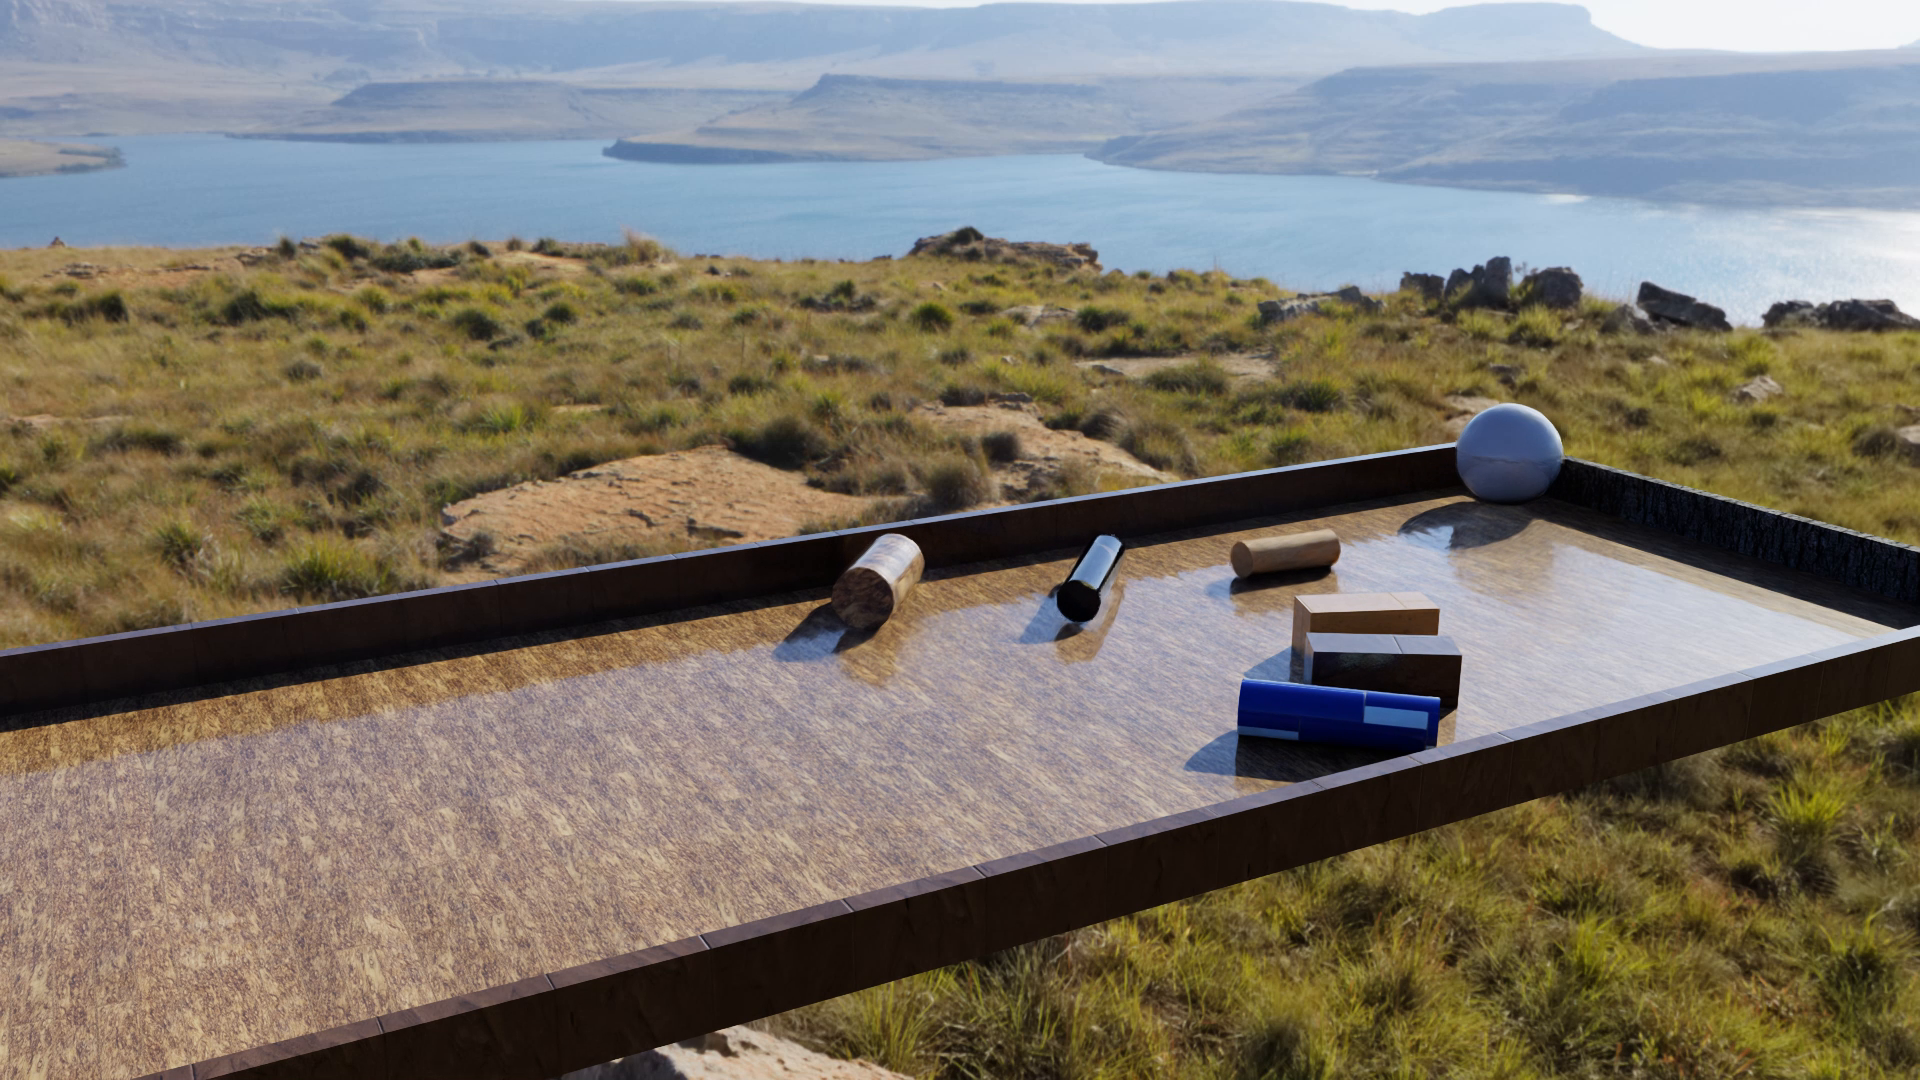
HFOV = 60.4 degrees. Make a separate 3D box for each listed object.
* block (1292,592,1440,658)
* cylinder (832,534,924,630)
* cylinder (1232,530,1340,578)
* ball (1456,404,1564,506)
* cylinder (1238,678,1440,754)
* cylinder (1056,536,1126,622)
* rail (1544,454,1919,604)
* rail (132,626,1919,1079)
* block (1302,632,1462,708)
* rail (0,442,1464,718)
[{"bbox_3d":[1.062,0.229,4.327,0.343,0.140,0.140,-2,16,-6],"label":"block"},{"bbox_3d":[-0.227,0.113,4.659,0.176,0.176,0.345,4,17,12],"label":"cylinder"},{"bbox_3d":[0.990,0.042,5.012,0.321,0.112,0.112,-7,18,-24],"label":"cylinder"},{"bbox_3d":[1.909,-0.296,5.735,0.354,0.354,0.354,0,16,0],"label":"ball"},{"bbox_3d":[0.860,0.402,3.754,0.438,0.132,0.132,5,17,15],"label":"cylinder"},{"bbox_3d":[0.383,0.107,4.771,0.124,0.124,0.456,4,17,14],"label":"cylinder"},{"bbox_3d":[2.466,-0.048,5.253,0.050,0.150,2.100,-9,18,-27],"label":"rail"},{"bbox_3d":[-2.336,1.006,1.665,12.000,0.150,0.050,-9,18,-27],"label":"rail"},{"bbox_3d":[1.029,0.317,4.034,0.351,0.136,0.136,1,16,4],"label":"block"},{"bbox_3d":[-3.305,0.497,3.399,12.000,0.150,0.050,-9,18,-27],"label":"rail"}]
